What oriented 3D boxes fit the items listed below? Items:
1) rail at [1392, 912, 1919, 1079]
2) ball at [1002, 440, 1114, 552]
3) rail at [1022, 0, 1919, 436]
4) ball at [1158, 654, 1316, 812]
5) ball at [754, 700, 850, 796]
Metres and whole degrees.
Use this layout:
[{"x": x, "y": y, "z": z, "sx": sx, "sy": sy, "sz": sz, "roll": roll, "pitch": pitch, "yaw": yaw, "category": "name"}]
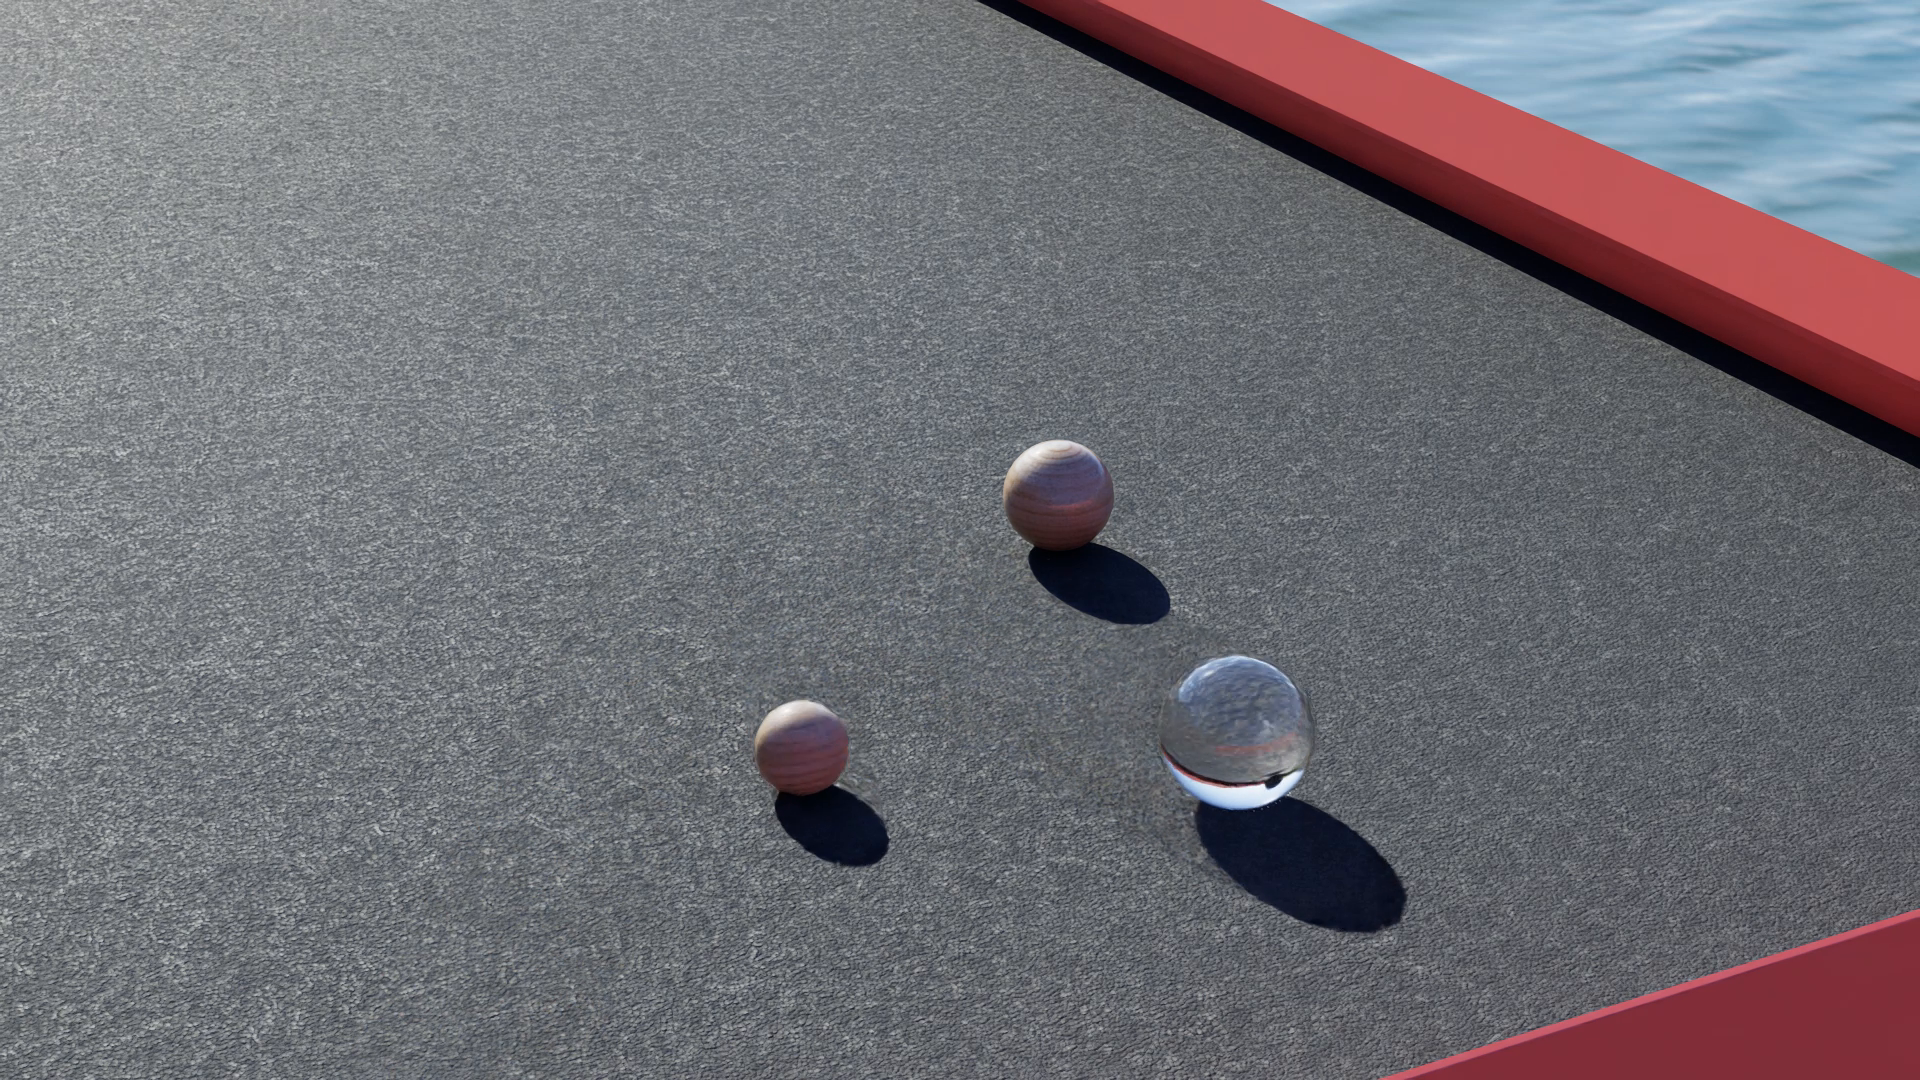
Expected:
[{"x": 0.346, "y": 0.266, "z": 1.477, "sx": 1.651, "sy": 0.127, "sz": 0.045, "roll": -12, "pitch": 27, "yaw": -24, "category": "rail"}, {"x": 0.073, "y": -0.033, "z": 2.178, "sx": 0.083, "sy": 0.083, "sz": 0.083, "roll": 0, "pitch": 25, "yaw": 0, "category": "ball"}, {"x": 0.360, "y": -0.470, "z": 3.069, "sx": 0.045, "sy": 0.127, "sz": 3.168, "roll": -12, "pitch": 27, "yaw": -24, "category": "rail"}, {"x": 0.172, "y": 0.120, "z": 1.830, "sx": 0.098, "sy": 0.098, "sz": 0.098, "roll": 0, "pitch": 25, "yaw": 0, "category": "ball"}, {"x": -0.100, "y": 0.131, "z": 1.851, "sx": 0.060, "sy": 0.060, "sz": 0.060, "roll": 0, "pitch": 25, "yaw": 0, "category": "ball"}]
